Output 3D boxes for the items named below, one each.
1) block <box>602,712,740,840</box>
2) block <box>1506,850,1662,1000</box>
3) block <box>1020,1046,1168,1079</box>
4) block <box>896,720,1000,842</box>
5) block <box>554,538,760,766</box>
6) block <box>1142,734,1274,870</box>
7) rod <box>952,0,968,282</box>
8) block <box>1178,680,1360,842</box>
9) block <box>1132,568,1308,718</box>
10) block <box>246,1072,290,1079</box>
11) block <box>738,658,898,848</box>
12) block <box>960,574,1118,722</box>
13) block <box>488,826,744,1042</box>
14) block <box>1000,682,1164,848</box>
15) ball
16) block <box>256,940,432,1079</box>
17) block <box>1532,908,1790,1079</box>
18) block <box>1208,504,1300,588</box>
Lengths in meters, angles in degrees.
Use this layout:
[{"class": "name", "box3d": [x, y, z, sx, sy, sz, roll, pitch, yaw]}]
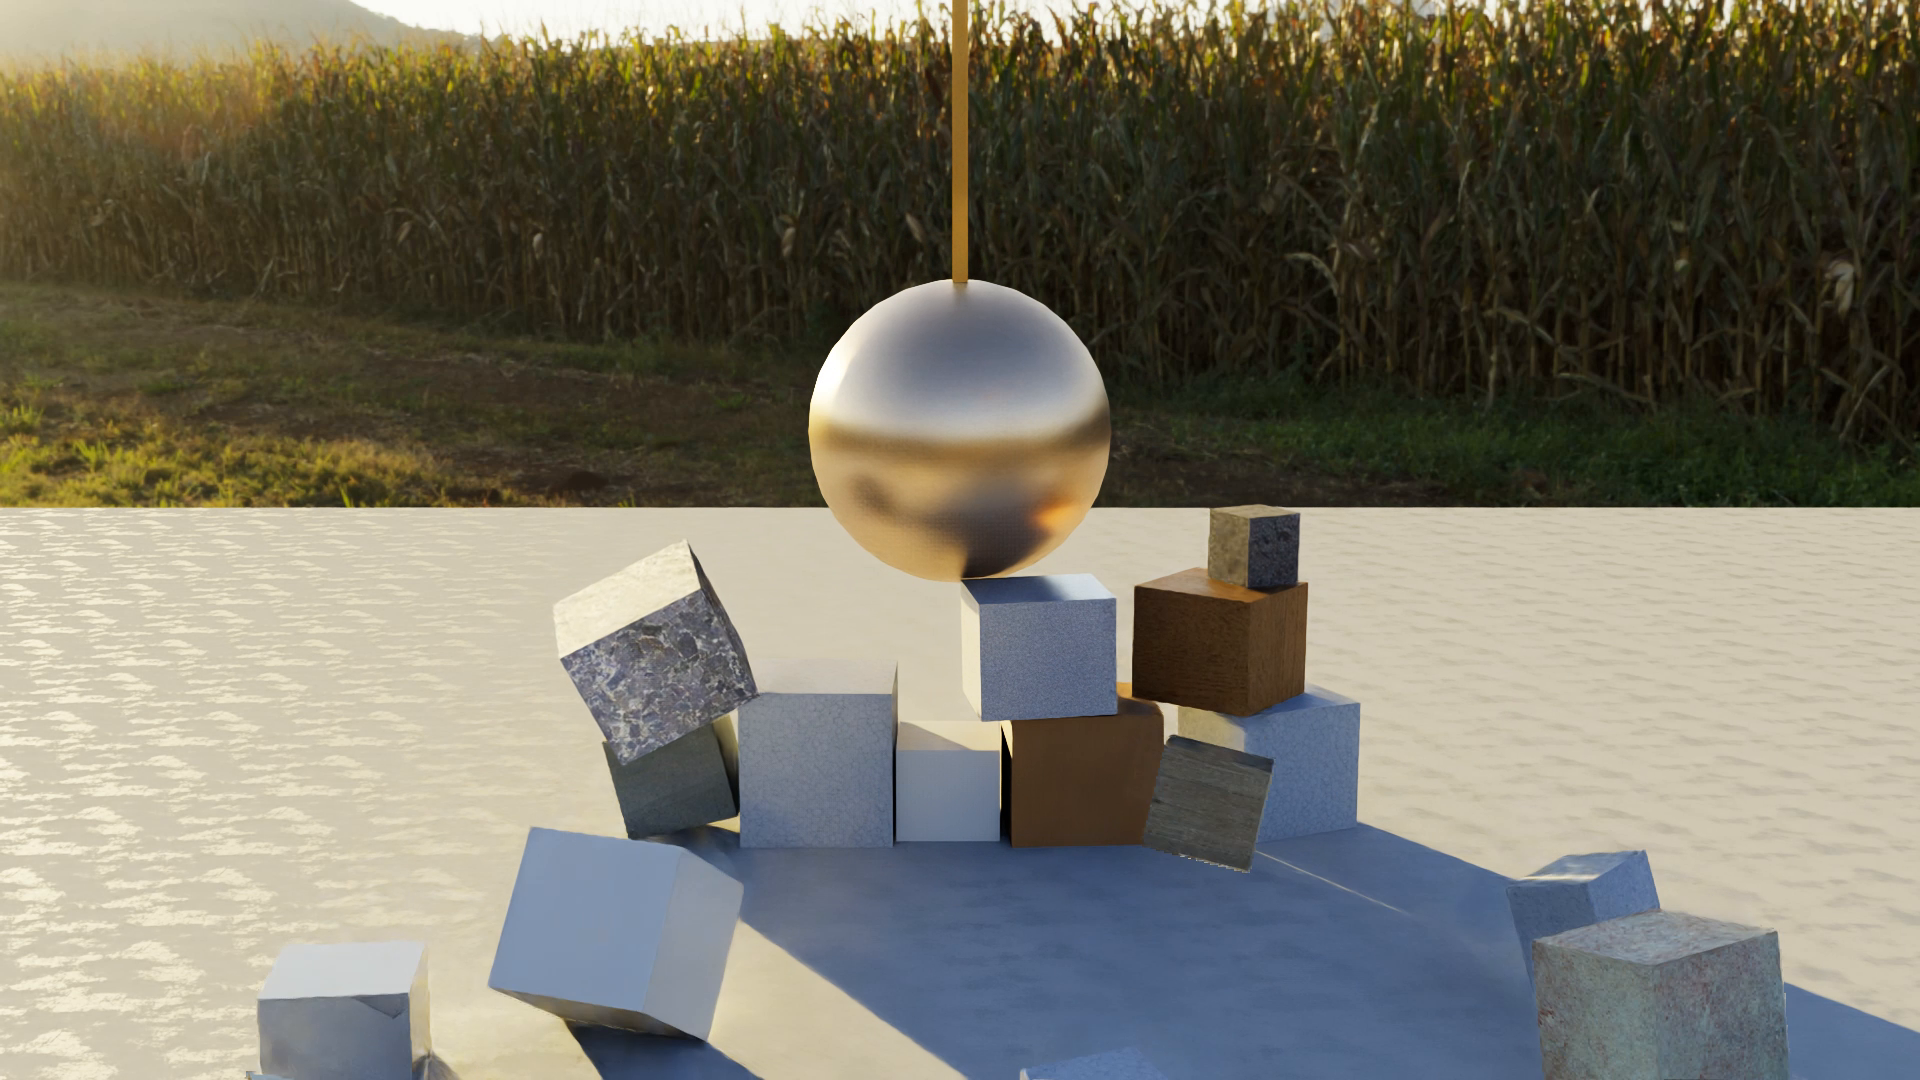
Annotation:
[{"class": "block", "box3d": [-1.463, 1.155, 11.376, 0.566, 0.540, 0.579, -13, 10, 2]}, {"class": "block", "box3d": [2.577, 1.573, 8.992, 0.458, 0.473, 0.387, -15, 1, -42]}, {"class": "block", "box3d": [0.478, 2.000, 7.300, 0.439, 0.395, 0.429, -5, 20, -26]}, {"class": "block", "box3d": [-0.061, 1.243, 11.397, 0.525, 0.477, 0.570, 0, 10, 0]}, {"class": "block", "box3d": [-1.522, 0.547, 10.962, 0.751, 0.654, 0.703, -27, 24, -2]}, {"class": "block", "box3d": [1.085, 1.138, 9.597, 0.465, 0.434, 0.424, 14, 4, 9]}, {"class": "rod", "box3d": [0.000, -3.850, 10.710, 0.080, 5.200, 0.080, 0, 15, 0]}, {"class": "block", "box3d": [1.602, 1.133, 11.477, 0.693, 0.665, 0.653, -5, 11, -24]}, {"class": "block", "box3d": [1.343, 0.514, 11.357, 0.668, 0.586, 0.632, 8, 13, 35]}, {"class": "block", "box3d": [-2.088, 2.001, 6.981, 0.405, 0.418, 0.412, 18, 3, -30]}, {"class": "block", "box3d": [-0.717, 1.088, 11.356, 0.766, 0.797, 0.742, 0, 10, 1]}, {"class": "block", "box3d": [0.394, 0.537, 11.183, 0.686, 0.593, 0.646, -3, 10, -8]}, {"class": "block", "box3d": [-1.336, 1.550, 8.635, 0.672, 0.634, 0.604, 4, -21, 21]}, {"class": "block", "box3d": [0.616, 1.150, 11.365, 0.761, 0.672, 0.694, -1, 10, -4]}, {"class": "ball", "box3d": [0.000, -0.571, 11.607, 1.600, 1.600, 1.600, 0, 10, 0]}, {"class": "block", "box3d": [-2.304, 1.826, 8.275, 0.537, 0.447, 0.541, -1, 10, -7]}, {"class": "block", "box3d": [2.474, 1.681, 7.778, 0.611, 0.572, 0.568, -7, 3, -29]}, {"class": "block", "box3d": [1.520, 0.028, 11.386, 0.327, 0.363, 0.333, -6, 12, -30]}]
